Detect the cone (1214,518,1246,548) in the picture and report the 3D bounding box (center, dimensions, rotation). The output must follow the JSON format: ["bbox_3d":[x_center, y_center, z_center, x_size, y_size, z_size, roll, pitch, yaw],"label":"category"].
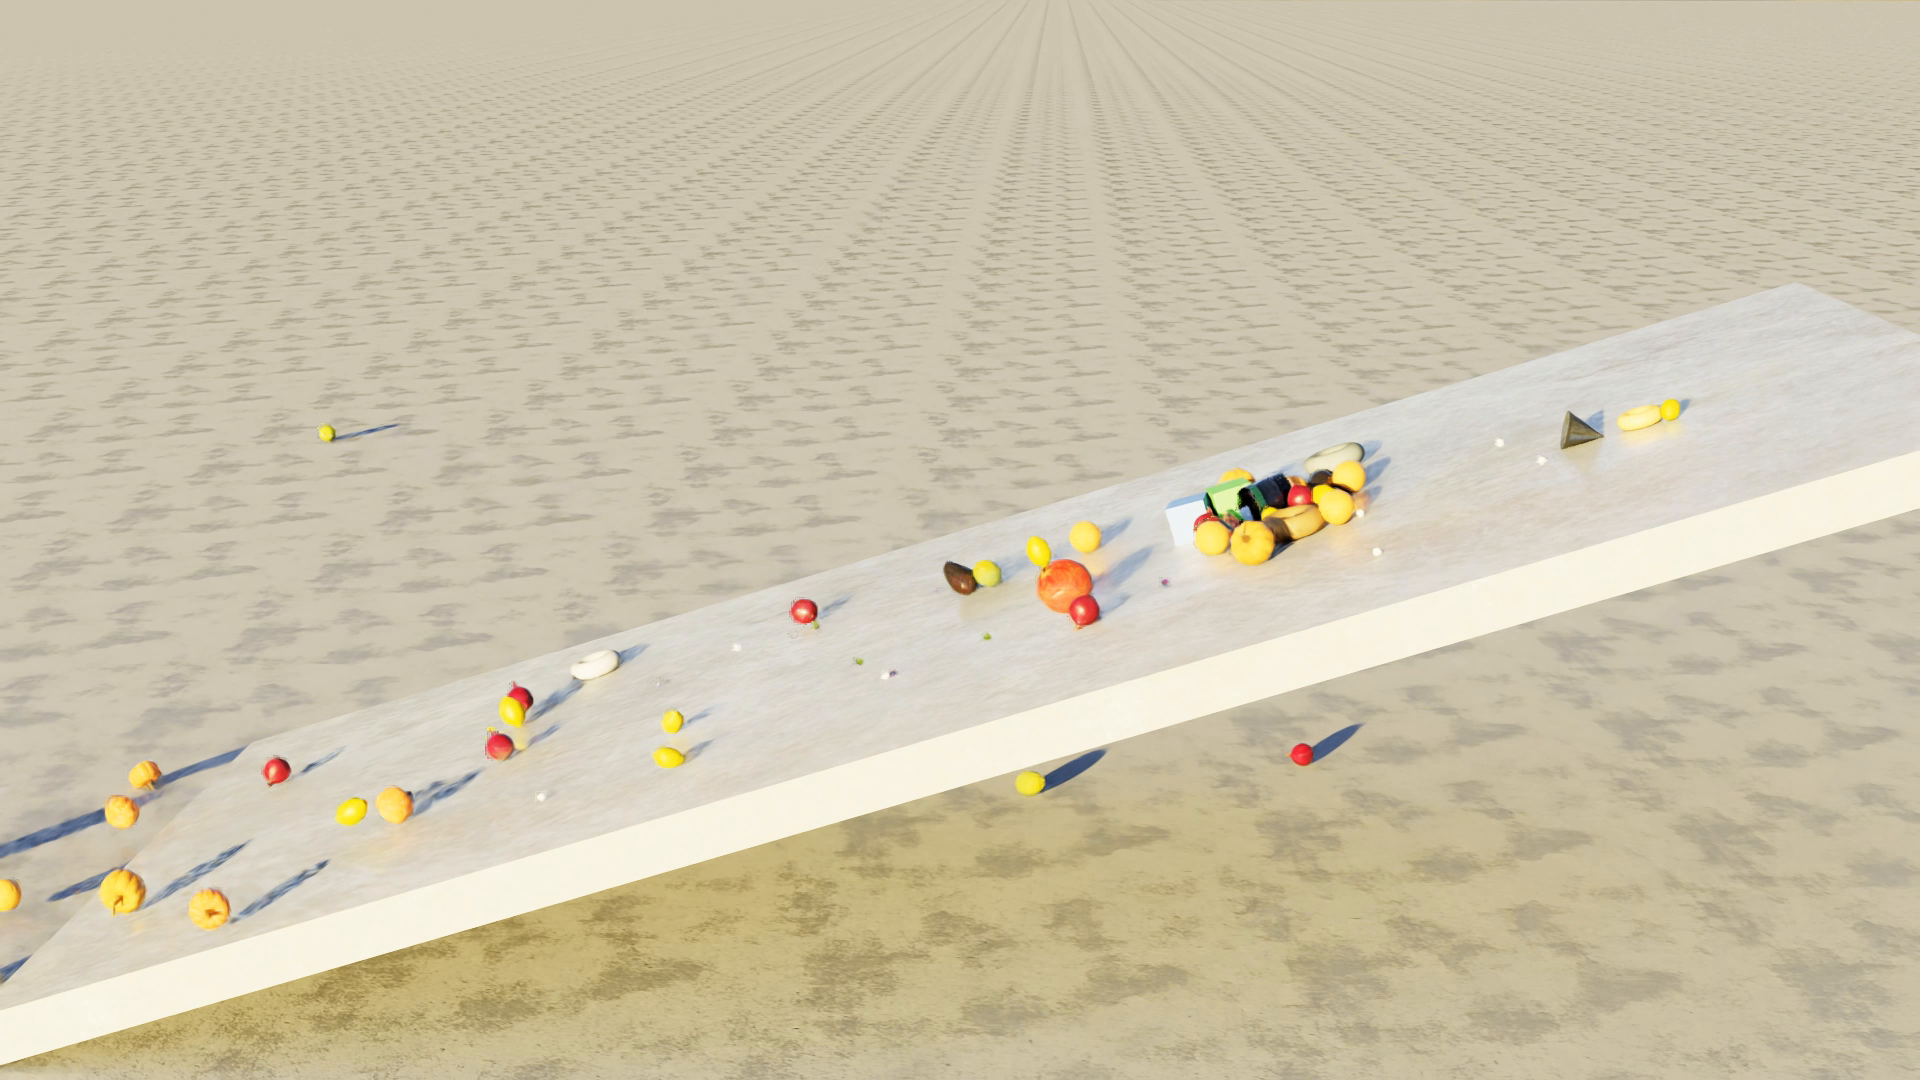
[{"bbox_3d":[0.571,-0.010,6.184,0.067,0.067,0.067,9,11,-1],"label":"cone"}]

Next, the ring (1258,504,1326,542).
[{"bbox_3d":[0.685,-0.034,6.071,0.146,0.049,0.146,-16,11,3],"label":"ring"}]

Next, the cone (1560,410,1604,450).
[{"bbox_3d":[1.291,-0.220,6.076,0.083,0.083,0.083,10,12,3],"label":"cone"}]

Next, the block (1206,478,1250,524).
[{"bbox_3d":[0.590,-0.076,6.347,0.087,0.087,0.087,-18,10,-3],"label":"block"}]

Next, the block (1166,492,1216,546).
[{"bbox_3d":[0.499,-0.046,6.344,0.084,0.084,0.084,-15,10,14],"label":"block"}]

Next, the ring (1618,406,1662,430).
[{"bbox_3d":[1.405,-0.253,6.074,0.096,0.032,0.096,-18,9,3],"label":"ring"}]

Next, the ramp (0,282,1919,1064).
[{"bbox_3d":[0.096,0.185,6.315,4.000,0.100,2.000,-17,10,5],"label":"ramp"}]

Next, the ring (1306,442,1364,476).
[{"bbox_3d":[0.840,-0.181,6.598,0.139,0.046,0.139,-20,7,2],"label":"ring"}]

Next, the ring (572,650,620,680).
[{"bbox_3d":[-0.858,0.294,6.936,0.124,0.041,0.124,-18,11,4],"label":"ring"}]

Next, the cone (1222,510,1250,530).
[{"bbox_3d":[0.591,-0.032,6.280,0.058,0.058,0.058,9,10,-5],"label":"cone"}]

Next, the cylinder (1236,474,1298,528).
[{"bbox_3d":[0.654,-0.084,6.265,0.092,0.092,0.092,-22,20,-25],"label":"cylinder"}]
